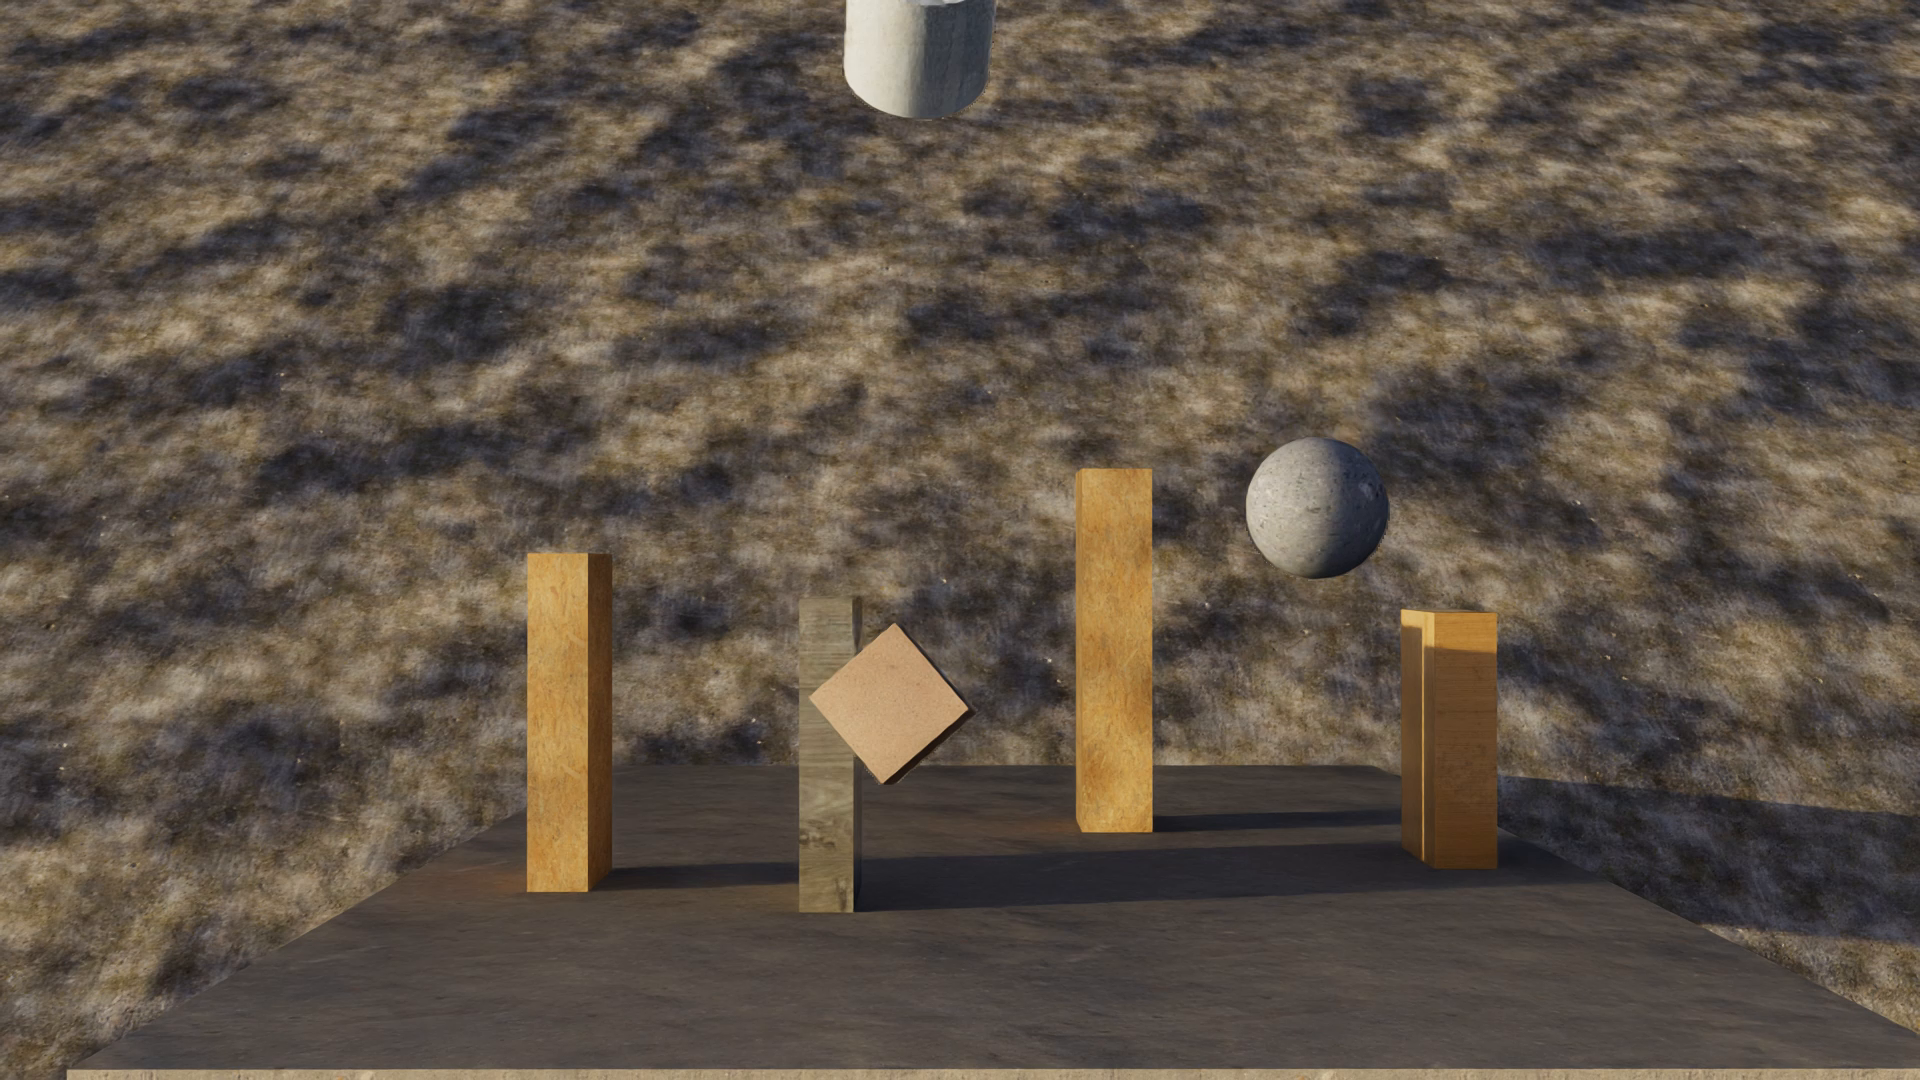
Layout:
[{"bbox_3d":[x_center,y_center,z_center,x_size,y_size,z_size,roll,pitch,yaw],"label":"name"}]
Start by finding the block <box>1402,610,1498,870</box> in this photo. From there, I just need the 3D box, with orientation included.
[{"bbox_3d":[0.867,0.346,4.609,0.107,0.439,0.333,0,0,0],"label":"block"}]

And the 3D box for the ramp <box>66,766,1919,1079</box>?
[{"bbox_3d":[0.070,0.617,4.694,2.000,0.100,4.000,0,0,0],"label":"ramp"}]

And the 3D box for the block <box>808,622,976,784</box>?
[{"bbox_3d":[-0.079,0.198,3.105,0.134,0.134,0.134,-41,83,-1],"label":"block"}]

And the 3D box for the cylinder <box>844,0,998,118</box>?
[{"bbox_3d":[-0.036,-0.490,2.404,0.138,0.138,0.138,3,53,-4],"label":"cylinder"}]

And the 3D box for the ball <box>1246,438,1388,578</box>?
[{"bbox_3d":[0.381,-0.034,2.762,0.151,0.151,0.151,0,31,0],"label":"ball"}]

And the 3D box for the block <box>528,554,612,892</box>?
[{"bbox_3d":[-0.644,0.293,4.291,0.097,0.541,0.292,0,0,0],"label":"block"}]

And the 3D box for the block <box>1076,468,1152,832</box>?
[{"bbox_3d":[0.306,0.216,5.180,0.137,0.708,0.267,0,0,0],"label":"block"}]

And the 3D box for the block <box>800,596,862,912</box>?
[{"bbox_3d":[-0.201,0.326,4.068,0.081,0.471,0.339,0,0,0],"label":"block"}]
